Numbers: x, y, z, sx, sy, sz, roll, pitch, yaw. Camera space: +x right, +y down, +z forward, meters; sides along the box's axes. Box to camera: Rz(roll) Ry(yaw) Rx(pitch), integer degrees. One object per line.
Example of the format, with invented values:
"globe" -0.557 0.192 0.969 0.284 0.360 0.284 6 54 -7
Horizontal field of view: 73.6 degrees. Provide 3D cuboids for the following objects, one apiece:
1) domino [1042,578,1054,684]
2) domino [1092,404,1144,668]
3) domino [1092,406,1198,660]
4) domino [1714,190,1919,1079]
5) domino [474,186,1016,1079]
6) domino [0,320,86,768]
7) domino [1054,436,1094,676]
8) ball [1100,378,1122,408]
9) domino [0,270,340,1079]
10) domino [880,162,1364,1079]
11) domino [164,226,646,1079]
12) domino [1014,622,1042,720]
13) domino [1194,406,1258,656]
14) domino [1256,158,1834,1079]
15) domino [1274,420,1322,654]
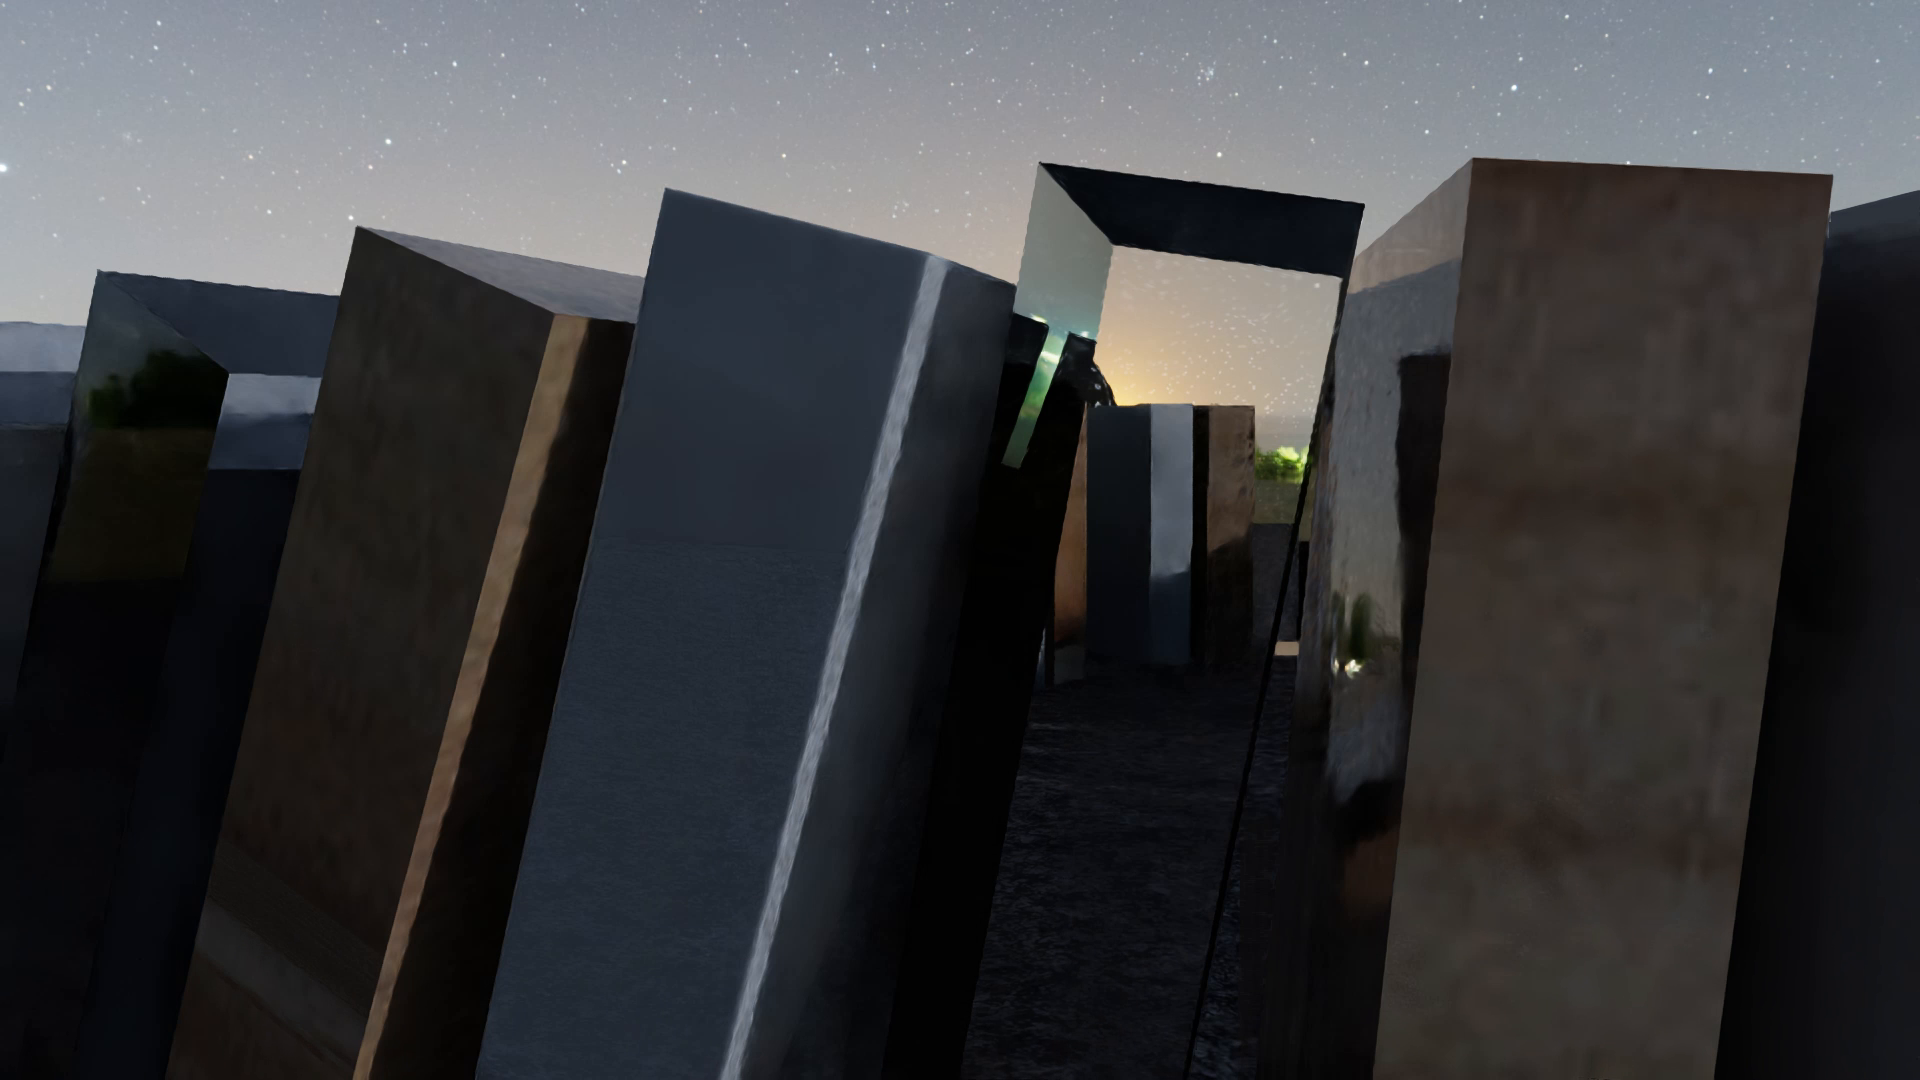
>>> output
"domino" 0.004 0.000 0.232 0.025 0.050 0.009 2 5 23
"domino" 0.024 -0.002 0.256 0.010 0.050 0.025 -3 5 -38
"domino" 0.037 -0.002 0.264 0.010 0.050 0.025 -2 5 -25
"domino" 0.033 0.014 0.050 0.010 0.050 0.025 0 4 -2
"domino" -0.007 0.013 0.055 0.009 0.050 0.025 18 10 18
"domino" -0.045 0.013 0.072 0.010 0.050 0.025 37 24 28
"domino" 0.012 -0.001 0.245 0.025 0.050 0.010 4 6 41
"ball" 0.007 -0.024 0.360 0.080 0.080 0.080 0 4 0
"domino" -0.032 0.013 0.065 0.009 0.050 0.025 31 19 25
"domino" 0.006 0.013 0.052 0.010 0.050 0.025 11 7 14
"domino" -0.020 0.013 0.060 0.009 0.050 0.025 25 14 22
"domino" 0.000 0.002 0.201 0.025 0.050 0.009 0 4 0
"domino" 0.052 -0.003 0.268 0.009 0.050 0.025 -1 4 -10
"domino" 0.019 0.013 0.050 0.009 0.050 0.025 5 5 7
"domino" 0.068 -0.003 0.270 0.009 0.050 0.025 0 4 -1
